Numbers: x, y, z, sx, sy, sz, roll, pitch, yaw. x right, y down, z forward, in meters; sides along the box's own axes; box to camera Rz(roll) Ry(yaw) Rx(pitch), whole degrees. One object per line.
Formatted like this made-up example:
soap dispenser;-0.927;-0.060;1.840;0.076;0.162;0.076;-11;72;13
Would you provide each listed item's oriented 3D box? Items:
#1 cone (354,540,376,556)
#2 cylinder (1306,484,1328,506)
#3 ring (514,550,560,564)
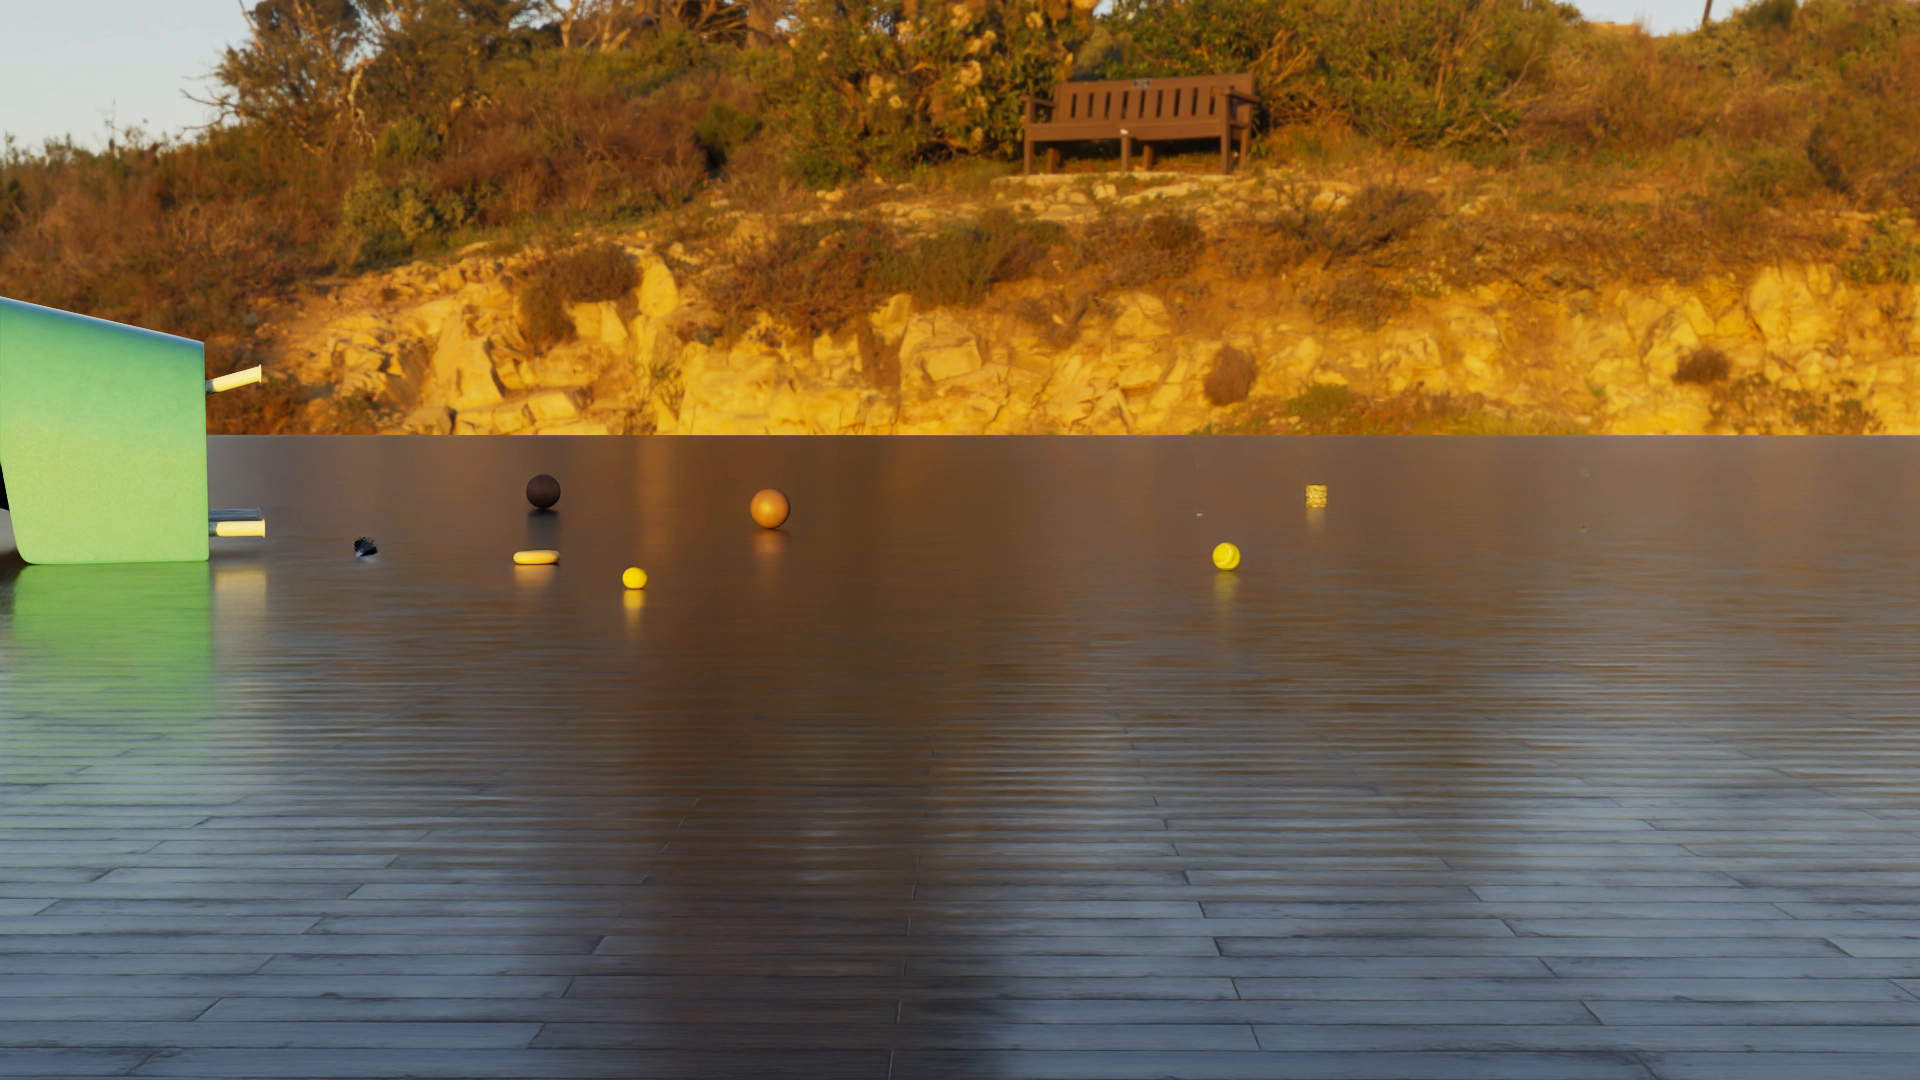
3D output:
cone;-1.608;0.033;5.903;0.068;0.050;0.047;10;38;17
cylinder;1.367;-0.170;8.429;0.080;0.082;0.090;2;4;25
ring;-1.090;0.044;5.670;0.093;0.032;0.131;2;4;45
